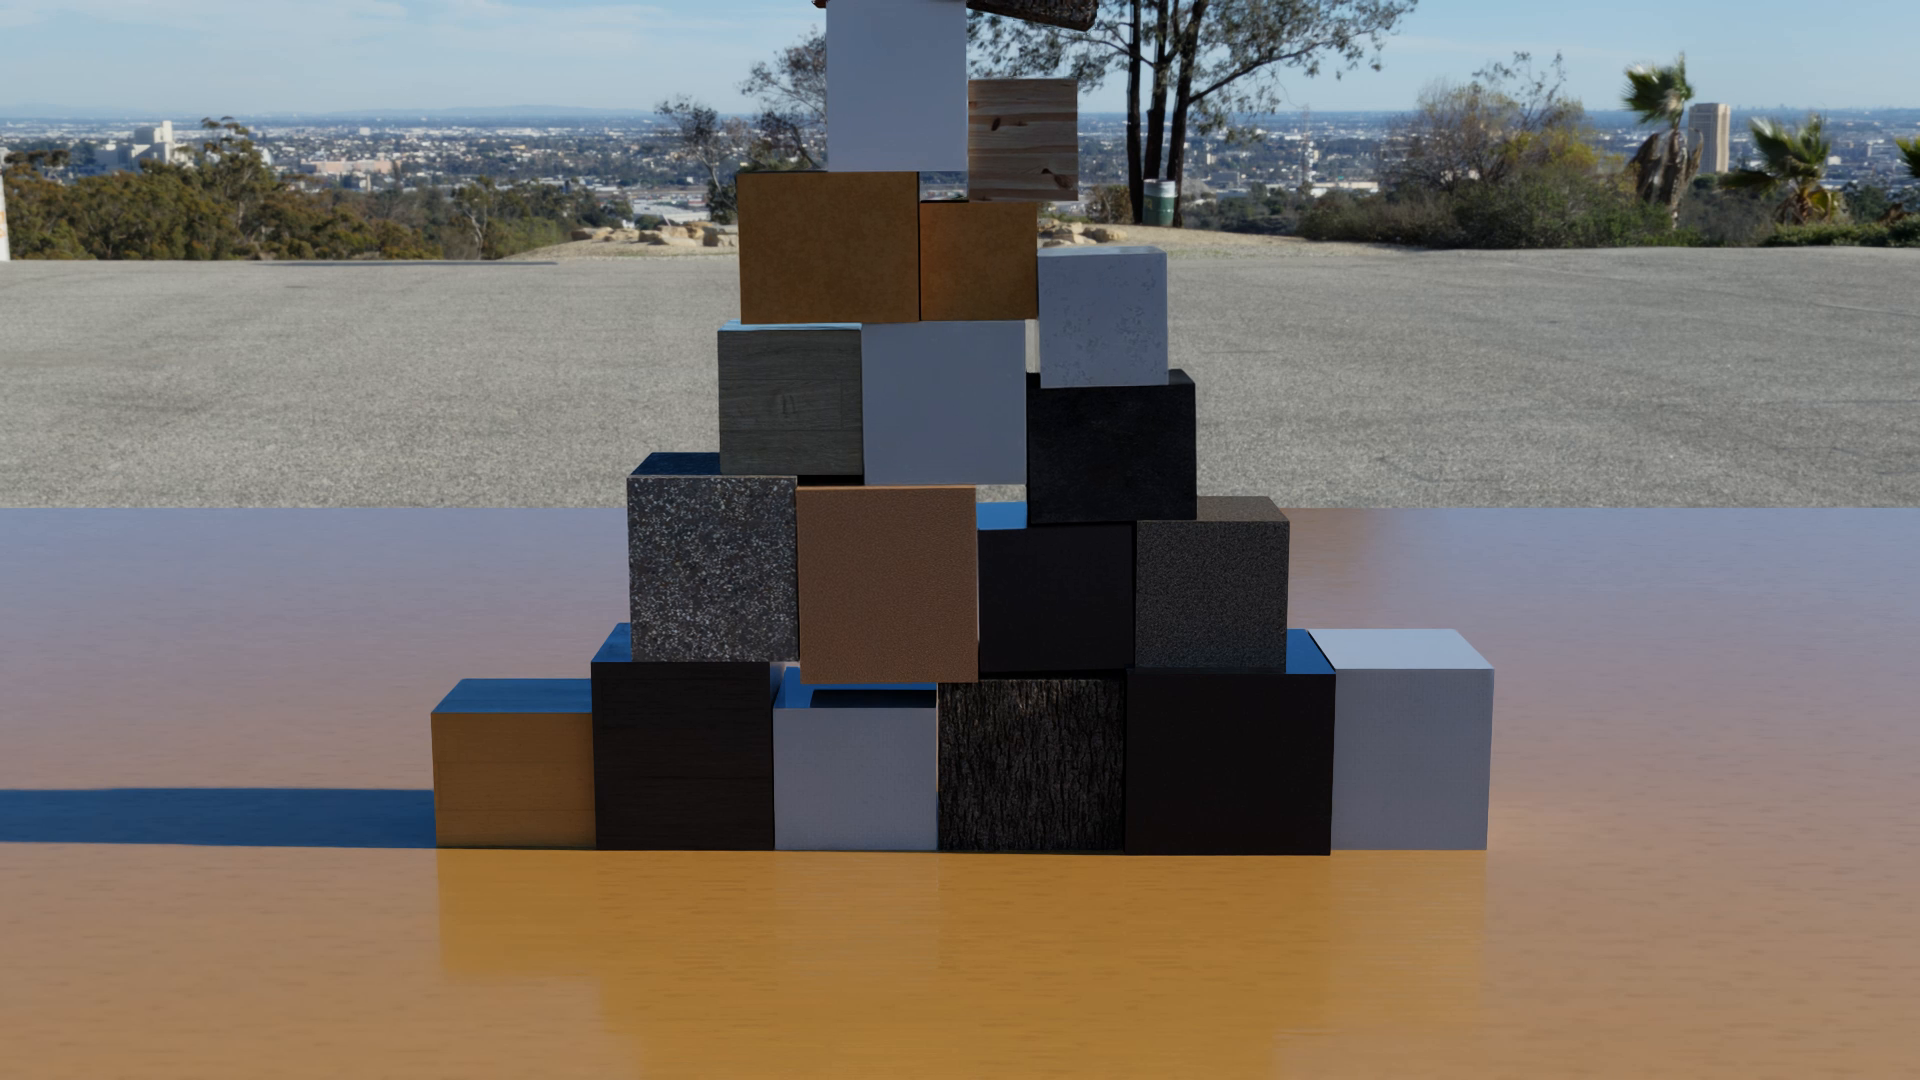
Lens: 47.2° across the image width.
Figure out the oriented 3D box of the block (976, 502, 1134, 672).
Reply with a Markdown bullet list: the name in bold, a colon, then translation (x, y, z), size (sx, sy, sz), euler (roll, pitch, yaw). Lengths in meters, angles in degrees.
- **block**: translation (0.470, 0.220, 11.222), size (0.759, 0.716, 0.821), euler (-2, 10, 0)

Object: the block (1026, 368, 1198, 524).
- **block**: translation (0.746, -0.484, 11.089), size (0.816, 0.667, 0.708), euler (-2, 10, 0)

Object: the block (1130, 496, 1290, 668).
- **block**: translation (1.243, 0.200, 11.224), size (0.748, 0.734, 0.774), euler (0, 10, 0)

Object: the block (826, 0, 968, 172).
- **block**: translation (-0.300, -2.219, 10.794), size (0.666, 0.800, 0.675), euler (0, 10, 0)

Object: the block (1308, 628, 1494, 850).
- **block**: translation (2.245, 1.014, 11.375), size (0.786, 0.935, 0.895), euler (0, 10, 0)

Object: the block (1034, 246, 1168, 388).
- **block**: translation (0.692, -1.123, 10.966), size (0.621, 0.636, 0.735), euler (-2, 10, 0)

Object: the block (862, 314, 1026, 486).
- **block**: translation (-0.075, -0.728, 11.049), size (0.792, 0.799, 0.766), euler (-1, 10, 0)

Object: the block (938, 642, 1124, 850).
- **block**: translation (0.351, 1.047, 11.374), size (0.919, 0.871, 0.884), euler (0, 10, 0)

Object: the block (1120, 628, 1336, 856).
- **block**: translation (1.331, 1.022, 11.348), size (1.022, 0.929, 1.011), euler (0, 10, 0)

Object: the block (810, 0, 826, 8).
- **block**: translation (-0.440, -2.865, 10.677), size (0.547, 0.514, 0.624), euler (0, 10, 0)

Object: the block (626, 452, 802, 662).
- **block**: translation (-1.208, 0.069, 11.200), size (0.822, 0.916, 0.896), euler (0, 10, 0)

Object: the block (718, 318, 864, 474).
- **block**: translation (-0.826, -0.731, 11.066), size (0.700, 0.707, 0.719), euler (0, 10, 0)

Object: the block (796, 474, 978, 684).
- **block**: translation (-0.354, 0.143, 11.218), size (0.875, 0.970, 0.962), euler (-1, 10, 0)

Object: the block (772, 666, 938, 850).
- **block**: translation (-0.523, 1.115, 11.389), size (0.808, 0.732, 0.874), euler (0, 10, 0)

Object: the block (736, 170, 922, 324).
- **block**: translation (-0.630, -1.464, 10.903), size (0.856, 0.715, 0.781), euler (-1, 10, 0)

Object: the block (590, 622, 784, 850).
- **block**: translation (-1.379, 0.998, 11.363), size (0.883, 0.971, 0.896), euler (0, 10, 0)

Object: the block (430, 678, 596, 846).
- **block**: translation (-2.234, 1.138, 11.371), size (0.808, 0.692, 0.714), euler (0, 10, 0)

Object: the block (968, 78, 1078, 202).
- **block**: translation (0.304, -1.965, 10.817), size (0.524, 0.583, 0.518), euler (-1, 10, 0)

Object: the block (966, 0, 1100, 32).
- **block**: translation (0.317, -2.955, 10.635), size (0.800, 0.798, 0.738), euler (11, 10, -2)

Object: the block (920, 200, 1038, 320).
- **block**: translation (0.091, -1.401, 10.932), size (0.565, 0.562, 0.645), euler (-1, 10, 0)
